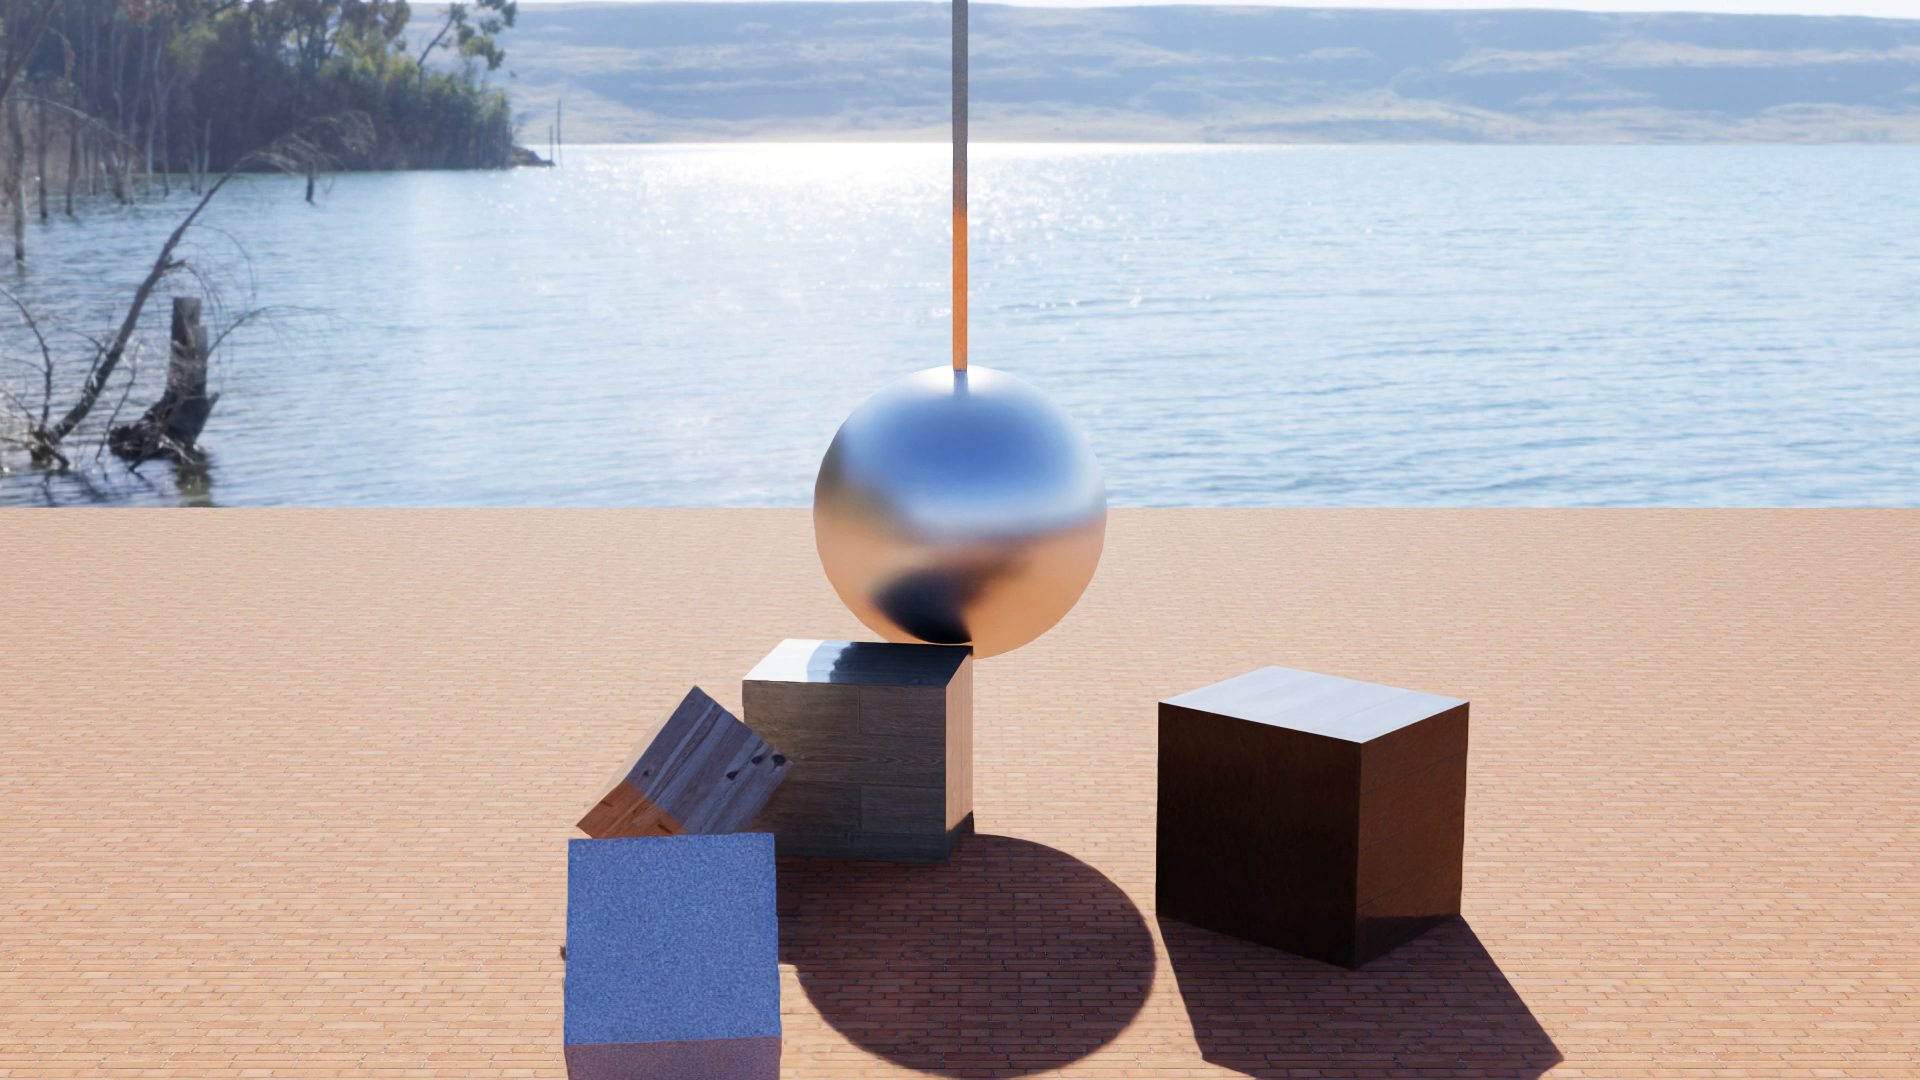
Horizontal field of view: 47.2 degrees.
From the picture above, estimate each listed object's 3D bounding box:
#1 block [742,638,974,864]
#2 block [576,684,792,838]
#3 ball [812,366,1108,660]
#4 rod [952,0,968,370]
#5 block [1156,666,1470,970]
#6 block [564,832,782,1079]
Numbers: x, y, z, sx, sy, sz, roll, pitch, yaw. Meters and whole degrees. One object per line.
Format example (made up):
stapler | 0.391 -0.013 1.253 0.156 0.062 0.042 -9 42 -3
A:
block | -0.500 1.059 11.238 1.012 0.896 0.897 2 10 9
block | -1.275 1.175 10.157 0.662 0.580 0.596 -41 11 52
ball | 0.000 -0.147 11.927 1.600 1.600 1.600 0 10 0
rod | 0.000 -3.388 10.900 0.080 5.200 0.080 0 18 0
block | 1.598 1.224 10.012 1.052 1.009 0.933 9 14 40
block | -1.000 1.582 7.722 0.706 0.824 0.767 -1 52 -6
